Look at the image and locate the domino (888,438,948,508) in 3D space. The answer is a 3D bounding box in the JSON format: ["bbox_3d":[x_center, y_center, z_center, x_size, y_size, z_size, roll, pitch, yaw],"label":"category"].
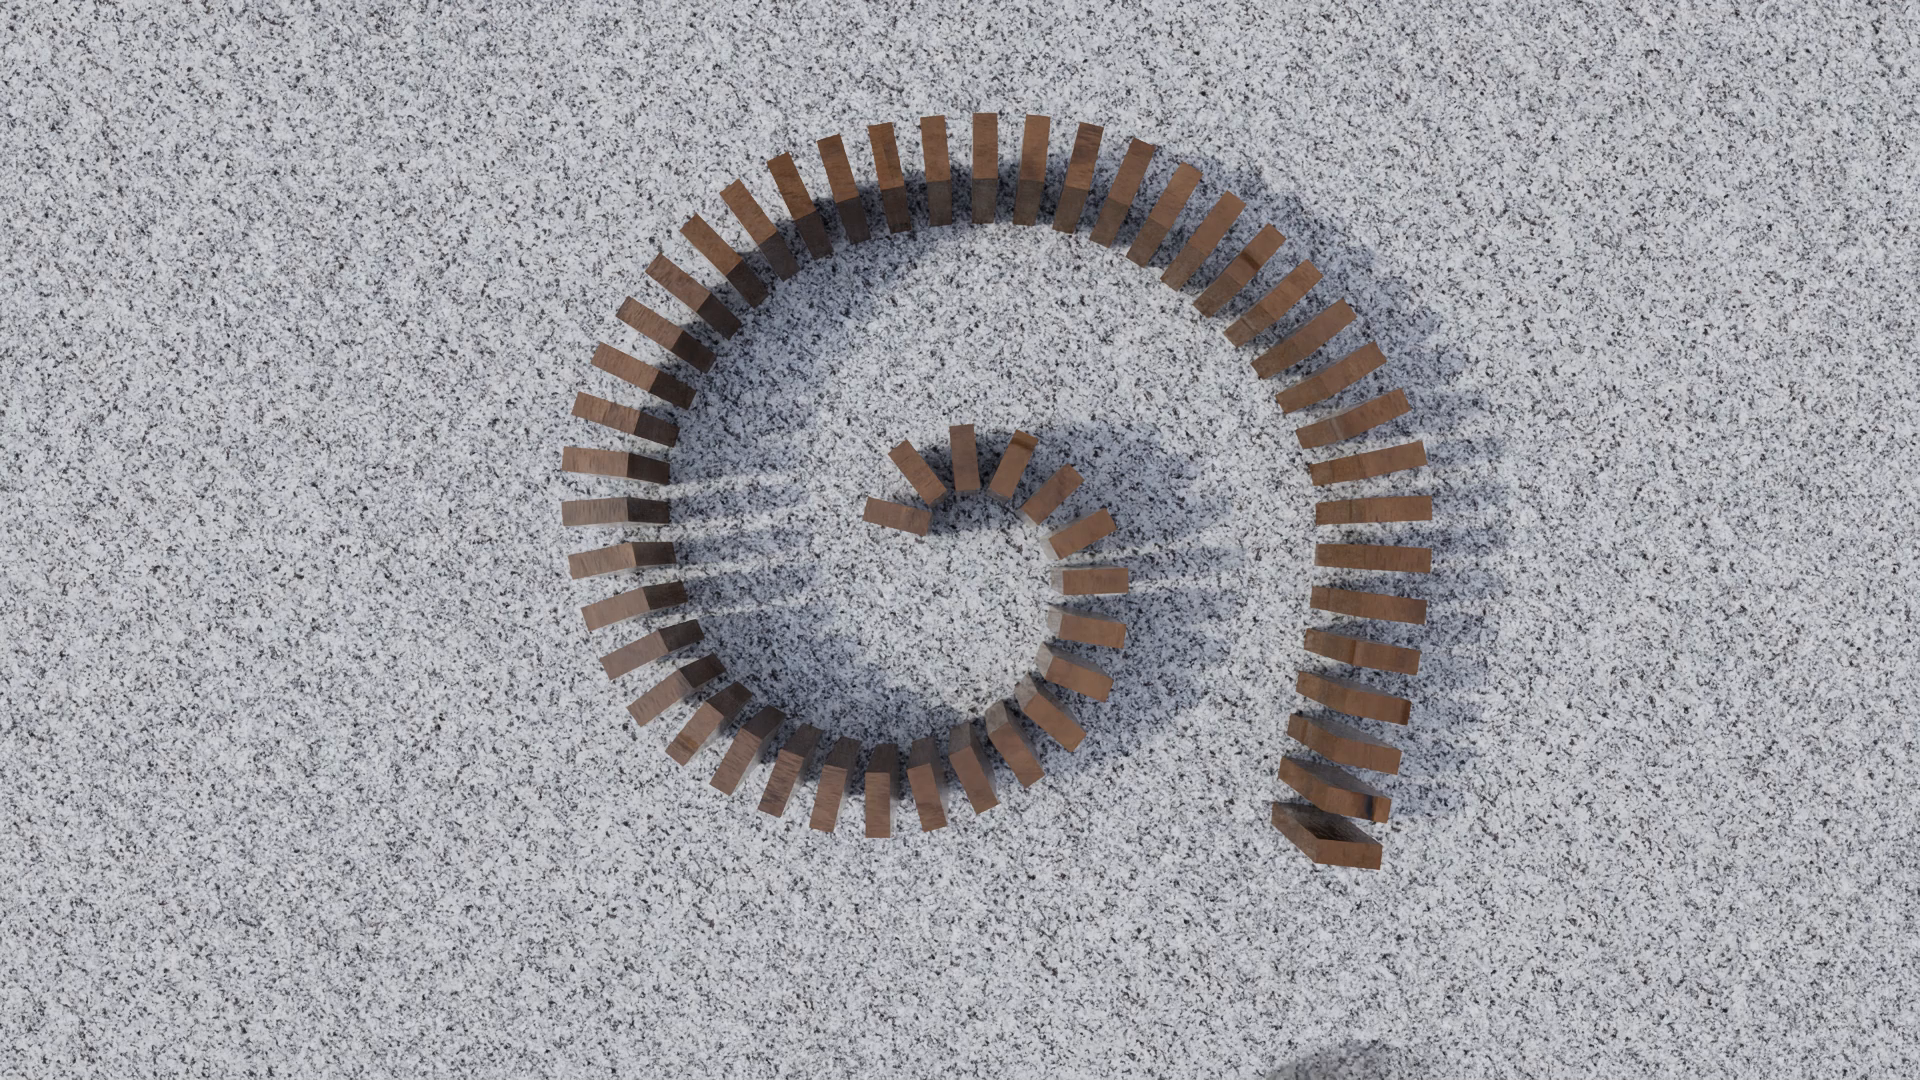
[{"bbox_3d":[-0.016,-0.026,0.375,0.010,0.050,0.025,-38,90,0],"label":"domino"}]

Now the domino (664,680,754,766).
[{"bbox_3d":[-0.101,0.074,0.375,0.009,0.050,0.025,39,90,0],"label":"domino"}]

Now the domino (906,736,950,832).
[{"bbox_3d":[-0.013,0.099,0.375,0.010,0.050,0.025,-15,90,0],"label":"domino"}]

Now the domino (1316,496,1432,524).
[{"bbox_3d":[0.168,-0.012,0.375,0.025,0.050,0.009,-2,90,0],"label":"domino"}]

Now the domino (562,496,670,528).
[{"bbox_3d":[-0.140,-0.011,0.375,0.025,0.050,0.009,-4,90,0],"label":"domino"}]

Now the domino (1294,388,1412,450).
[{"bbox_3d":[0.159,-0.049,0.375,0.025,0.050,0.010,-24,90,0],"label":"domino"}]

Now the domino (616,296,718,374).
[{"bbox_3d":[-0.119,-0.083,0.375,0.025,0.050,0.009,32,90,0],"label":"domino"}]

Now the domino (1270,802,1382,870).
[{"bbox_3d":[0.149,0.120,0.375,0.025,0.050,0.010,6,90,0],"label":"domino"}]

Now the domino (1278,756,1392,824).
[{"bbox_3d":[0.152,0.101,0.375,0.025,0.050,0.009,11,90,0],"label":"domino"}]

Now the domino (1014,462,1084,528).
[{"bbox_3d":[0.036,-0.018,0.375,0.025,0.050,0.010,-44,90,0],"label":"domino"}]

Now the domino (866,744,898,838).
[{"bbox_3d":[-0.031,0.101,0.375,0.010,0.050,0.025,0,90,0],"label":"domino"}]

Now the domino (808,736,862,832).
[{"bbox_3d":[-0.050,0.099,0.375,0.010,0.050,0.025,13,90,0],"label":"domino"}]

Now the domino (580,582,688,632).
[{"bbox_3d":[-0.132,0.026,0.375,0.025,0.050,0.009,-19,90,0],"label":"domino"}]

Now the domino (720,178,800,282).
[{"bbox_3d":[-0.081,-0.125,0.375,0.010,0.050,0.025,-37,90,0],"label":"domino"}]

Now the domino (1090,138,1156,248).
[{"bbox_3d":[0.066,-0.141,0.375,0.010,0.050,0.025,24,90,0],"label":"domino"}]

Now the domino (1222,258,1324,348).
[{"bbox_3d":[0.127,-0.096,0.375,0.025,0.050,0.010,-43,90,0],"label":"domino"}]

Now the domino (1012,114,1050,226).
[{"bbox_3d":[0.029,-0.150,0.375,0.009,0.050,0.025,6,90,0],"label":"domino"}]

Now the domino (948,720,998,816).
[{"bbox_3d":[0.005,0.092,0.375,0.009,0.050,0.025,-26,90,0],"label":"domino"}]

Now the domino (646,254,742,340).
[{"bbox_3d":[-0.108,-0.098,0.375,0.025,0.050,0.009,38,90,0],"label":"domino"}]

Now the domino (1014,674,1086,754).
[{"bbox_3d":[0.036,0.070,0.375,0.025,0.050,0.010,41,90,0],"label":"domino"}]

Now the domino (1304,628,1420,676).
[{"bbox_3d":[0.163,0.045,0.375,0.025,0.050,0.009,9,90,0],"label":"domino"}]

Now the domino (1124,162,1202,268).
[{"bbox_3d":[0.083,-0.132,0.375,0.010,0.050,0.025,31,90,0],"label":"domino"}]

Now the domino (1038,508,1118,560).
[{"bbox_3d":[0.047,-0.002,0.375,0.025,0.050,0.009,-28,90,0],"label":"domino"}]

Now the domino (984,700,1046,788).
[{"bbox_3d":[0.022,0.082,0.375,0.009,0.050,0.025,-35,90,0],"label":"domino"}]

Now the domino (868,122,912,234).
[{"bbox_3d":[-0.028,-0.147,0.375,0.009,0.050,0.025,-11,90,0],"label":"domino"}]

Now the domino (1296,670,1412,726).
[{"bbox_3d":[0.160,0.064,0.375,0.025,0.050,0.009,11,90,0],"label":"domino"}]

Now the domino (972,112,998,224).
[{"bbox_3d":[0.010,-0.151,0.375,0.009,0.050,0.025,0,90,0],"label":"domino"}]

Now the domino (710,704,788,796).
[{"bbox_3d":[-0.086,0.085,0.375,0.009,0.050,0.025,30,90,0],"label":"domino"}]

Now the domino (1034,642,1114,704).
[{"bbox_3d":[0.046,0.053,0.375,0.025,0.050,0.009,22,90,0],"label":"domino"}]

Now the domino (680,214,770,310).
[{"bbox_3d":[-0.095,-0.113,0.375,0.025,0.050,0.009,45,90,0],"label":"domino"}]

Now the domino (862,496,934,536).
[{"bbox_3d":[-0.024,-0.009,0.375,0.025,0.050,0.010,14,90,0],"label":"domino"}]

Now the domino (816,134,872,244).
[{"bbox_3d":[-0.047,-0.142,0.375,0.009,0.050,0.025,-17,90,0],"label":"domino"}]

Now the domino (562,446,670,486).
[{"bbox_3d":[-0.139,-0.030,0.375,0.025,0.050,0.010,6,90,0],"label":"domino"}]

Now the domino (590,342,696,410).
[{"bbox_3d":[-0.128,-0.066,0.375,0.025,0.050,0.010,26,90,0],"label":"domino"}]

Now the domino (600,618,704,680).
[{"bbox_3d":[-0.124,0.044,0.375,0.025,0.050,0.009,-26,90,0],"label":"domino"}]

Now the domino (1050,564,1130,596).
[{"bbox_3d":[0.052,0.016,0.375,0.025,0.050,0.009,-3,90,0],"label":"domino"}]

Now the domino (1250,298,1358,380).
[{"bbox_3d":[0.139,-0.081,0.375,0.025,0.050,0.010,-38,90,0],"label":"domino"}]

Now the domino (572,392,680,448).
[{"bbox_3d":[-0.135,-0.049,0.375,0.025,0.050,0.009,18,90,0],"label":"domino"}]

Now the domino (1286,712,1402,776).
[{"bbox_3d":[0.156,0.083,0.375,0.025,0.050,0.009,12,90,0],"label":"domino"}]

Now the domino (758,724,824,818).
[{"bbox_3d":[-0.069,0.093,0.375,0.010,0.050,0.025,22,90,0],"label":"domino"}]

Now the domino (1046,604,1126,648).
[{"bbox_3d":[0.051,0.035,0.375,0.025,0.050,0.010,10,90,0],"label":"domino"}]

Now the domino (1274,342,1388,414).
[{"bbox_3d":[0.150,-0.066,0.375,0.025,0.050,0.010,-32,90,0],"label":"domino"}]

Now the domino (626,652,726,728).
[{"bbox_3d":[-0.115,0.060,0.375,0.025,0.050,0.010,-36,90,0],"label":"domino"}]

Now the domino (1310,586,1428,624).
[{"bbox_3d":[0.166,0.026,0.375,0.025,0.050,0.010,7,90,0],"label":"domino"}]

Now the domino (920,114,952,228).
[{"bbox_3d":[-0.009,-0.150,0.375,0.009,0.050,0.025,-6,90,0],"label":"domino"}]

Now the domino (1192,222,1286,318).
[{"bbox_3d":[0.113,-0.109,0.375,0.010,0.050,0.025,42,90,0],"label":"domino"}]

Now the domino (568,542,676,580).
[{"bbox_3d":[-0.137,0.008,0.375,0.025,0.050,0.010,-12,90,0],"label":"domino"}]

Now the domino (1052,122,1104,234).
[{"bbox_3d":[0.048,-0.147,0.375,0.010,0.050,0.025,13,90,0],"label":"domino"}]

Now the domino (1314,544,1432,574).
[{"bbox_3d":[0.167,0.007,0.375,0.025,0.050,0.010,3,90,0],"label":"domino"}]

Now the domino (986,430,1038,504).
[{"bbox_3d":[0.020,-0.029,0.375,0.009,0.050,0.025,25,90,0],"label":"domino"}]

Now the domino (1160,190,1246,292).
[{"bbox_3d":[0.098,-0.121,0.375,0.010,0.050,0.025,37,90,0],"label":"domino"}]

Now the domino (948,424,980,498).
[{"bbox_3d":[0.002,-0.032,0.375,0.009,0.050,0.025,-6,90,0],"label":"domino"}]

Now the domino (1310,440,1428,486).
[{"bbox_3d":[0.165,-0.031,0.375,0.025,0.050,0.009,-12,90,0],"label":"domino"}]

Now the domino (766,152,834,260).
[{"bbox_3d":[-0.065,-0.135,0.375,0.010,0.050,0.025,-25,90,0],"label":"domino"}]
